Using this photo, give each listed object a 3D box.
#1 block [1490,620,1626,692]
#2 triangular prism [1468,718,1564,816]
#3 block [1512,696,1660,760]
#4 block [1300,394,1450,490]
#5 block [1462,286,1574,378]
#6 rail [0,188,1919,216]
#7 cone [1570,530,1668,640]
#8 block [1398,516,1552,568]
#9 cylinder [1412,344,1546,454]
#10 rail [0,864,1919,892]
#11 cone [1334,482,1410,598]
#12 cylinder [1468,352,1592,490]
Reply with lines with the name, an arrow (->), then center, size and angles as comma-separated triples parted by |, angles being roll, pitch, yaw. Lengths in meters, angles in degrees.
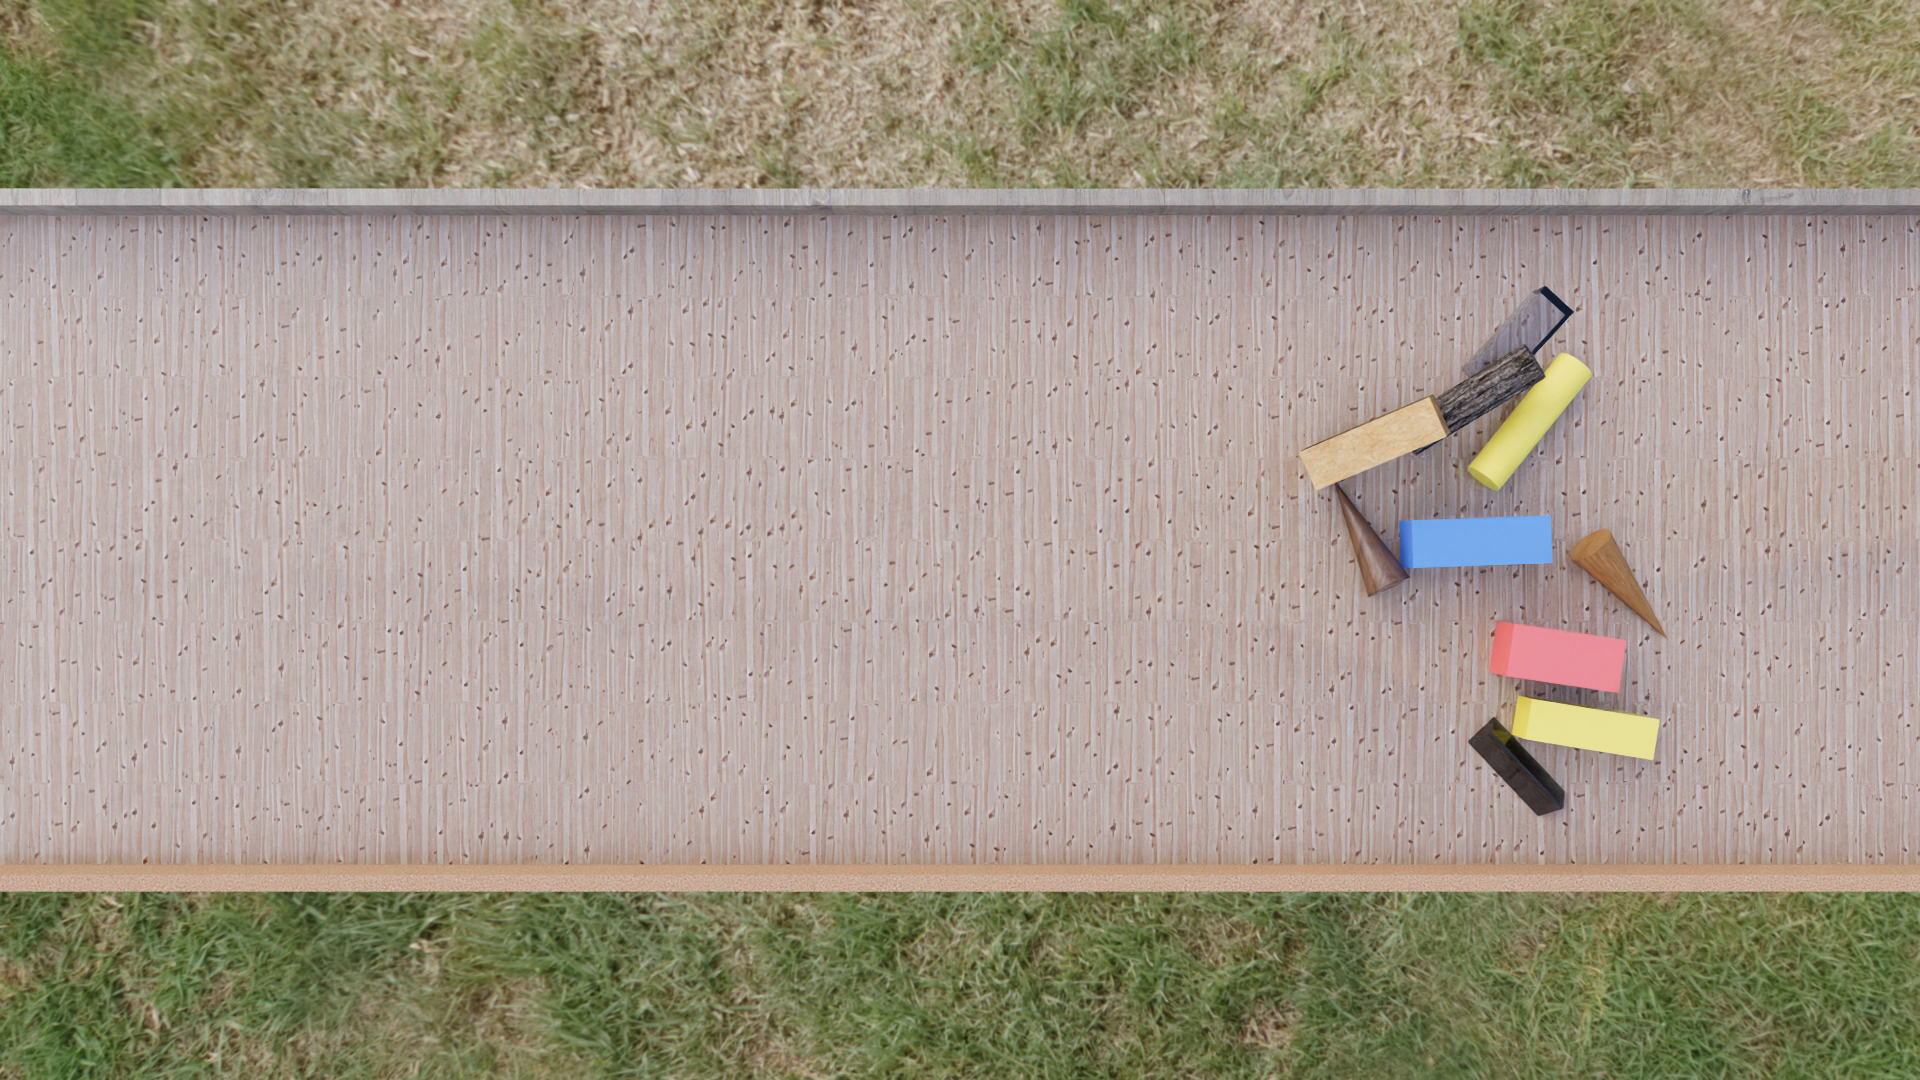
block -> 1.808, 0.352, 4.997 | 0.338, 0.159, 0.159 | 8, 90, 0
triangular prism -> 1.711, 0.696, 5.026 | 0.111, 0.096, 0.315 | -43, 90, 0
block -> 1.900, 0.569, 5.015 | 0.388, 0.123, 0.123 | 9, 90, 0
block -> 1.241, -0.292, 4.938 | 0.411, 0.126, 0.126 | -24, 90, 23
block -> 1.694, -0.606, 5.018 | 0.117, 0.117, 0.326 | 43, 90, 0
rail -> -2.247, -1.025, 5.002 | 12.000, 0.150, 0.050 | 0, 90, 0
cone -> 2.048, 0.162, 5.042 | 0.138, 0.138, 0.405 | -42, 100, 0
block -> 1.562, 0.005, 5.005 | 0.416, 0.143, 0.143 | -2, 90, 0
cylinder -> 1.525, -0.418, 4.936 | 0.434, 0.117, 0.117 | -33, 90, 24
rail -> -2.247, 1.025, 5.001 | 12.000, 0.150, 0.050 | 0, 90, 0
cone -> 1.226, -0.024, 5.042 | 0.140, 0.140, 0.378 | -25, 80, 0
cylinder -> 1.732, -0.359, 5.019 | 0.116, 0.116, 0.446 | 39, 90, 0
